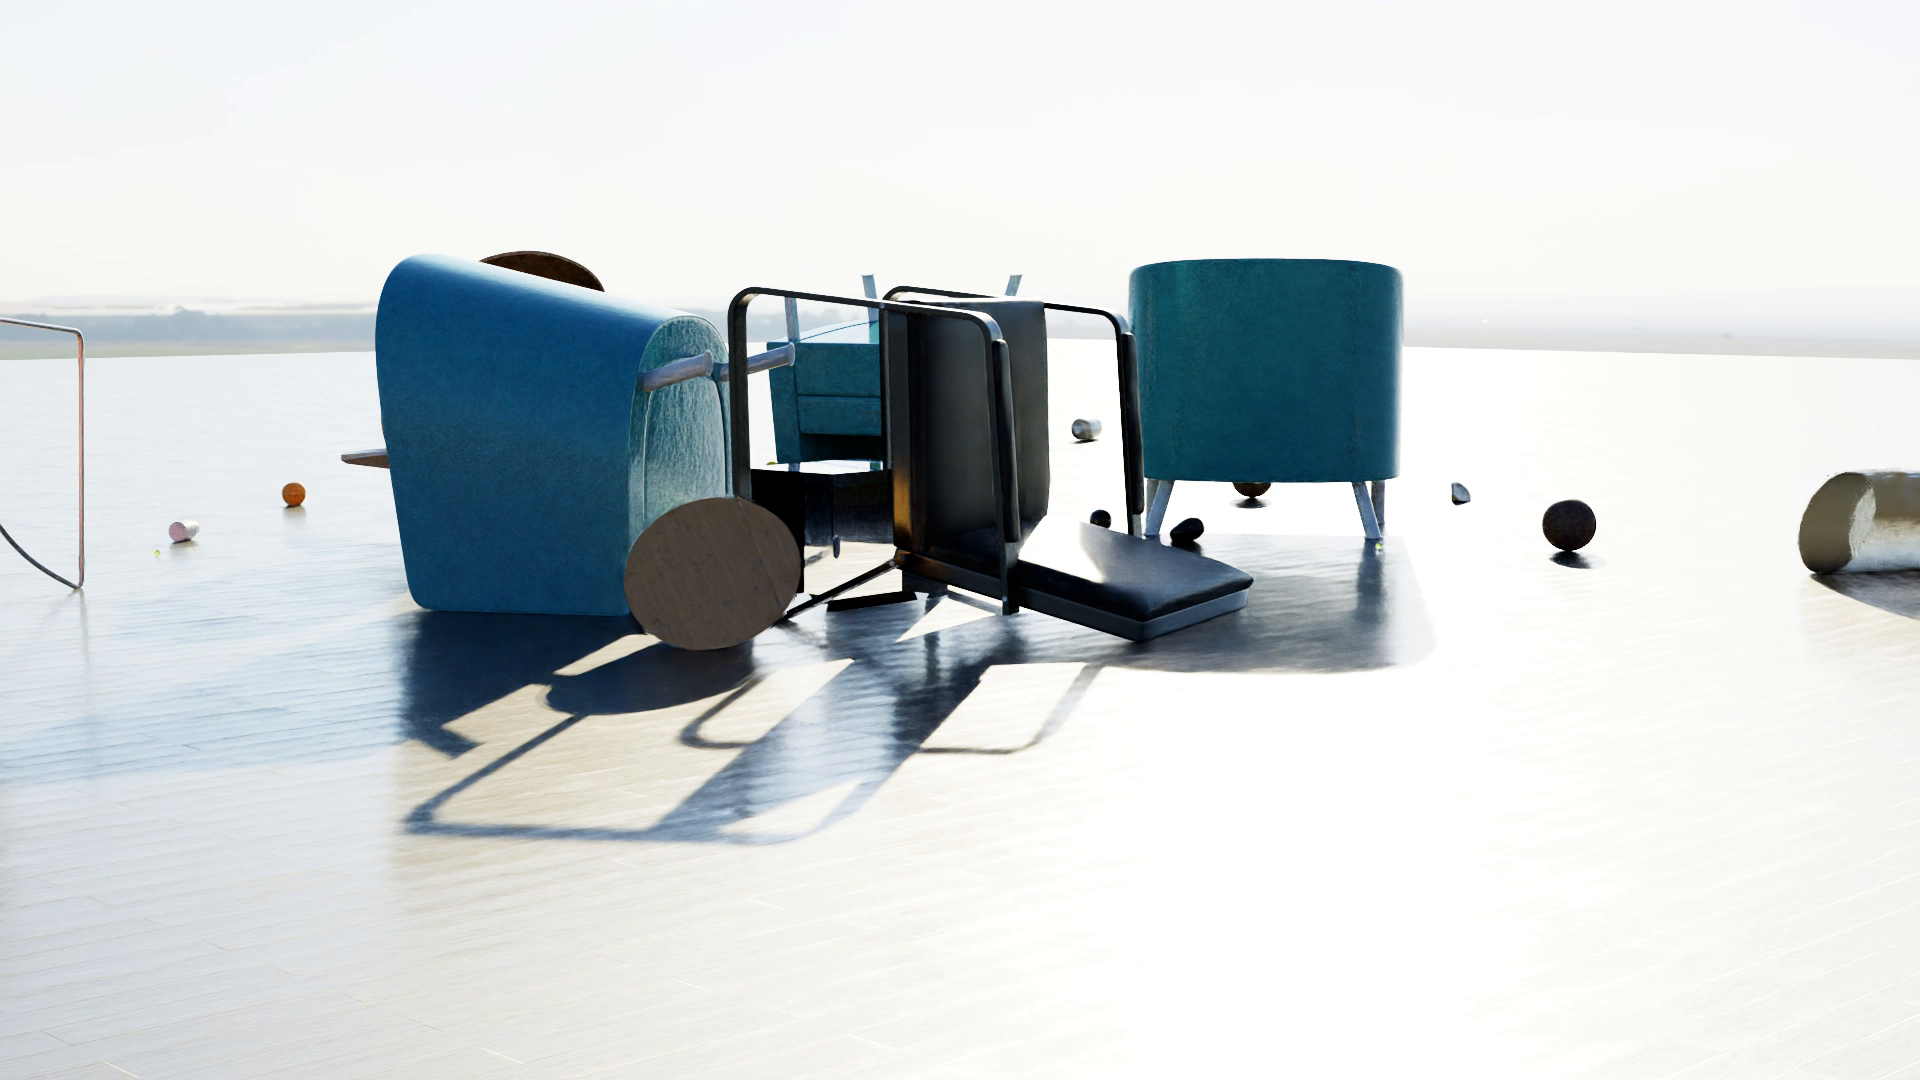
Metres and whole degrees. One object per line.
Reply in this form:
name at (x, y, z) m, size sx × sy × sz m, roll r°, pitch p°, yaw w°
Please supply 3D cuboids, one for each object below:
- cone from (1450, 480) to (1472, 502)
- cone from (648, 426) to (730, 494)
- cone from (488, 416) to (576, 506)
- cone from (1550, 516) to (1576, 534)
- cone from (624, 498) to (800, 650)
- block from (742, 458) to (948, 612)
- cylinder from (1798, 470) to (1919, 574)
cone at (1.451, -0.128, 7.509) m, size 0.084 × 0.076 × 0.047 m, roll -23°, pitch -19°, yaw -47°
cone at (-0.797, -0.195, 7.805) m, size 0.231 × 0.211 × 0.242 m, roll 26°, pitch 33°, yaw -28°
cone at (-1.301, -0.178, 7.531) m, size 0.267 × 0.312 × 0.234 m, roll 33°, pitch -42°, yaw -14°
cone at (1.543, -0.031, 6.603) m, size 0.062 × 0.047 × 0.063 m, roll -9°, pitch -10°, yaw -45°
cone at (-0.460, 0.108, 4.727) m, size 0.320 × 0.276 × 0.348 m, roll -20°, pitch -13°, yaw -12°
block at (-0.233, -0.016, 5.236) m, size 0.256 × 0.272 × 0.343 m, roll 5°, pitch 8°, yaw 40°
cylinder at (2.063, -0.041, 5.670) m, size 0.308 × 0.191 × 0.289 m, roll -2°, pitch -33°, yaw -19°
